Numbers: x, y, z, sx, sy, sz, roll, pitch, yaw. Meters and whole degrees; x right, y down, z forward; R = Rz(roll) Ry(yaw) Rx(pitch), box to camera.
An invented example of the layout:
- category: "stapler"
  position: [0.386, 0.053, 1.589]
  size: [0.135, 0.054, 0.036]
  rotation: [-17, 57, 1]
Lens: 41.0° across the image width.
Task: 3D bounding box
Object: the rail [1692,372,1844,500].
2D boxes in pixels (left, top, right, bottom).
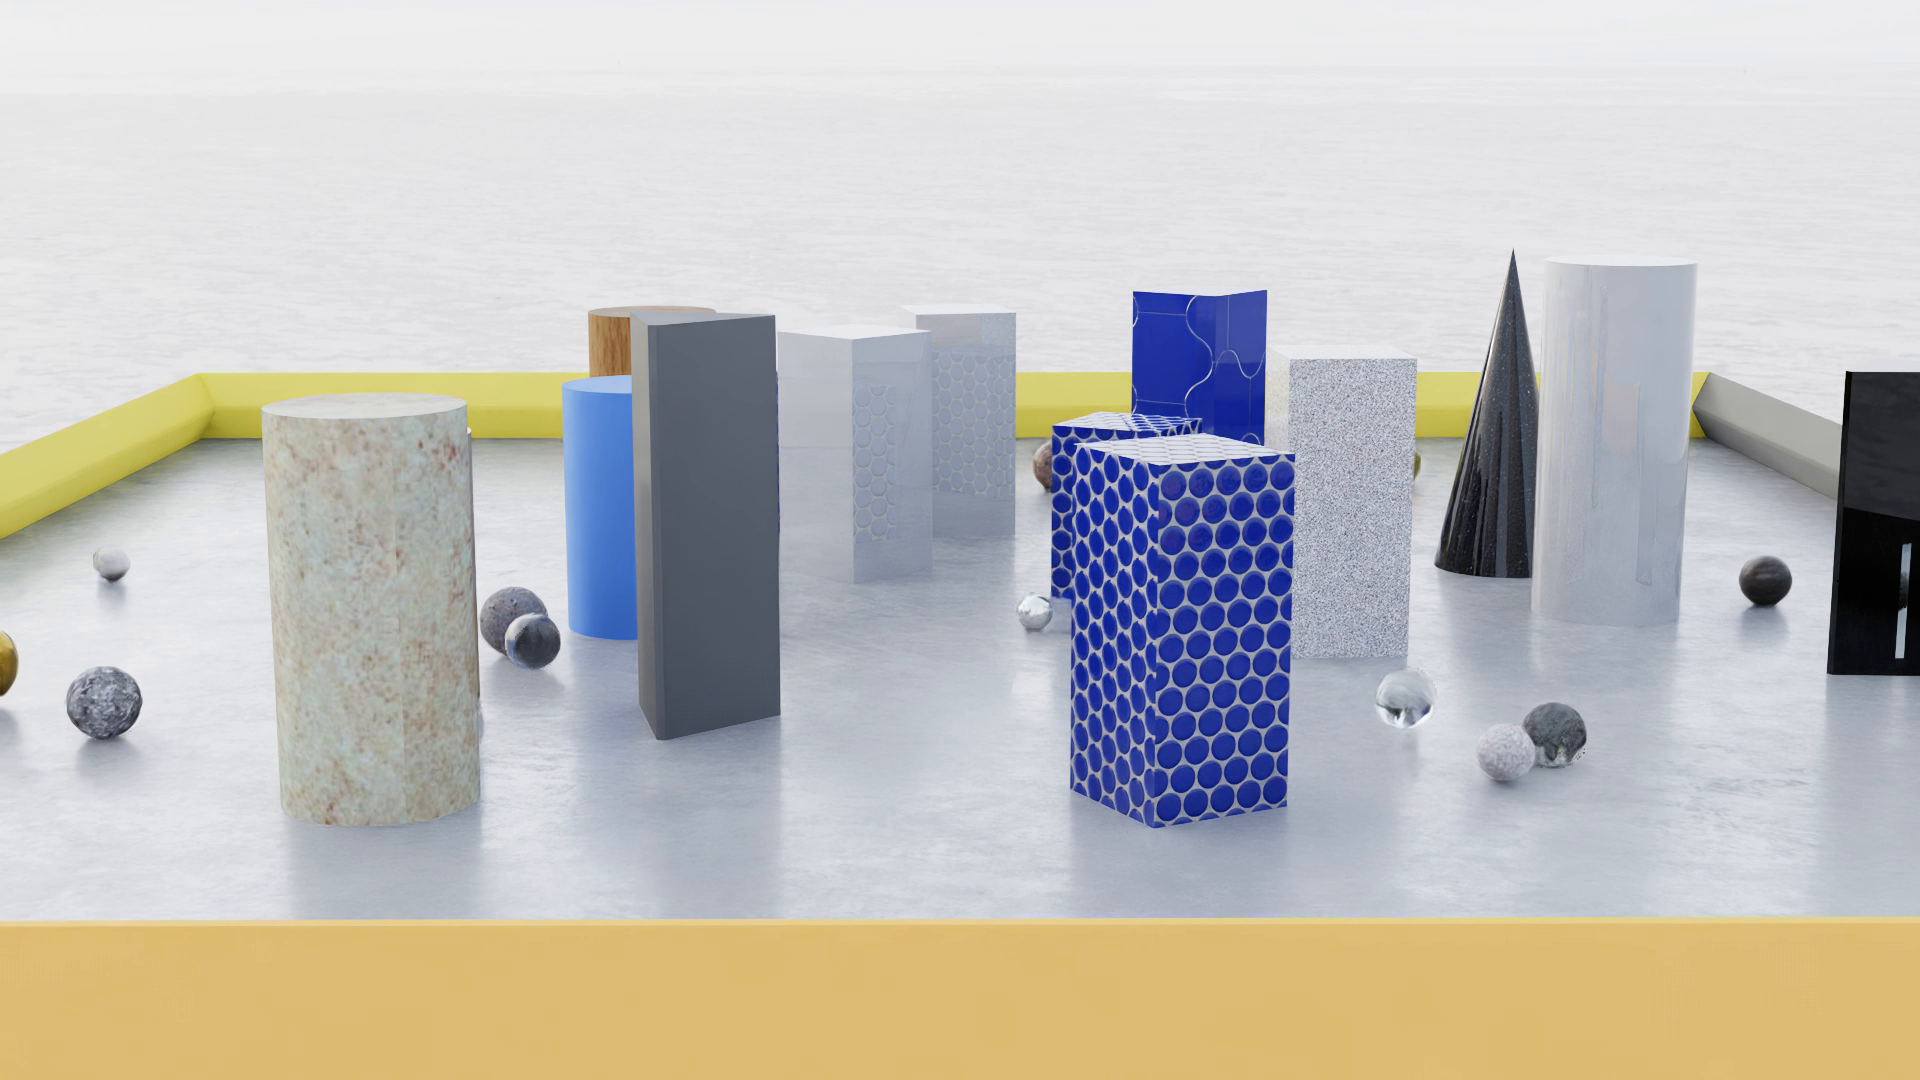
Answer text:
- category: "rail"
  position: [1.467, 0.031, 3.457]
  size: [0.045, 0.128, 3.293]
  rotation: [0, 11, 0]

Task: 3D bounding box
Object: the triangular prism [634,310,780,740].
- category: "triangular prism"
  position: [-0.316, -0.025, 2.870]
  size: [0.170, 0.454, 0.147]
  rotation: [-10, 14, -43]

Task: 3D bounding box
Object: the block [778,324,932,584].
- category: "block"
  position: [-0.151, -0.129, 3.719]
  size: [0.157, 0.349, 0.157]
  rotation: [10, 15, 44]

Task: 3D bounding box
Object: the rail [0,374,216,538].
- category: "rail"
  position: [-1.467, 0.034, 3.441]
  size: [0.045, 0.128, 3.293]
  rotation: [0, 11, 0]

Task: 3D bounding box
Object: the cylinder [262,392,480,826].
- category: "cylinder"
  position: [-0.582, 0.064, 2.545]
  size: [0.196, 0.398, 0.196]
  rotation: [0, 11, 0]

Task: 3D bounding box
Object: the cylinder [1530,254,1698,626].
- category: "cylinder"
  position: [0.871, -0.137, 3.423]
  size: [0.196, 0.472, 0.196]
  rotation: [0, 11, 0]

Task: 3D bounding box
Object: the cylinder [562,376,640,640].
- category: "cylinder"
  position: [-0.418, -0.046, 3.357]
  size: [0.196, 0.318, 0.196]
  rotation: [0, 11, 0]

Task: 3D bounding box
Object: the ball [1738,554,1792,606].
- category: "ball"
  position: [1.098, 0.055, 3.497]
  size: [0.069, 0.069, 0.069]
  rotation: [0, 11, 0]

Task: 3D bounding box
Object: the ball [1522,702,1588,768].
- category: "ball"
  position: [0.622, 0.205, 2.689]
  size: [0.069, 0.069, 0.069]
  rotation: [0, 11, 0]

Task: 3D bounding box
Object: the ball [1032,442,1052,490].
- category: "ball"
  position: [0.167, -0.129, 4.445]
  size: [0.084, 0.084, 0.084]
  rotation: [0, 11, 0]

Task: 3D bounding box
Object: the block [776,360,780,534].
- category: "block"
  position: [-0.249, -0.148, 4.072]
  size: [0.157, 0.258, 0.157]
  rotation: [5, 11, 24]

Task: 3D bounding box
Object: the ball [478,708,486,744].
- category: "ball"
  position: [-0.540, 0.198, 2.702]
  size: [0.077, 0.077, 0.077]
  rotation: [0, 11, 0]

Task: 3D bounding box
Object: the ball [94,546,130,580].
- category: "ball"
  position: [-1.211, 0.033, 3.667]
  size: [0.050, 0.050, 0.050]
  rotation: [0, 11, 0]

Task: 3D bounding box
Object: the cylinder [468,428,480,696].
- category: "cylinder"
  position: [-0.659, 0.030, 2.963]
  size: [0.196, 0.311, 0.196]
  rotation: [0, 11, 0]

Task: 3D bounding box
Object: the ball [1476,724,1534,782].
- category: "ball"
  position: [0.561, 0.218, 2.640]
  size: [0.060, 0.060, 0.060]
  rotation: [0, 11, 0]

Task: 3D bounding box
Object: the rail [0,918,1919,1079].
- category: "rail"
  position: [0.009, 0.329, 1.853]
  size: [2.982, 0.128, 0.045]
  rotation: [0, 11, 0]

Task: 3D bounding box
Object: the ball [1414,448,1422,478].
- category: "ball"
  position: [0.776, -0.134, 4.513]
  size: [0.071, 0.071, 0.071]
  rotation: [0, 11, 0]

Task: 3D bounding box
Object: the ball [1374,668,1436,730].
- category: "ball"
  position: [0.493, 0.176, 2.846]
  size: [0.067, 0.067, 0.067]
  rotation: [0, 11, 0]

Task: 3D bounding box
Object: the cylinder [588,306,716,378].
- category: "cylinder"
  position: [-0.475, -0.180, 3.986]
  size: [0.196, 0.352, 0.196]
  rotation: [0, 11, 0]

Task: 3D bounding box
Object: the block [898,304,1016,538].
- category: "block"
  position: [-0.006, -0.191, 4.052]
  size: [0.157, 0.349, 0.157]
  rotation: [-2, 11, -11]

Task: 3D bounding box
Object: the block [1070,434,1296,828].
- category: "block"
  position: [0.219, 0.085, 2.550]
  size: [0.157, 0.355, 0.157]
  rotation: [-6, 12, -28]

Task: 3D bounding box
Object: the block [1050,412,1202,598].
- category: "block"
  position: [0.232, -0.045, 3.568]
  size: [0.157, 0.240, 0.157]
  rotation: [5, 12, 27]

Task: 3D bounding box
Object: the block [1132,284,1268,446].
- category: "block"
  position: [0.389, -0.224, 4.181]
  size: [0.157, 0.367, 0.157]
  rotation: [8, 13, 37]

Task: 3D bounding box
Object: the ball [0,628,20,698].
- category: "ball"
  position: [-1.132, 0.142, 2.947]
  size: [0.098, 0.098, 0.098]
  rotation: [0, 11, 0]

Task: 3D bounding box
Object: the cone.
- category: "cone"
  position: [0.797, -0.193, 3.739]
  size: [0.196, 0.468, 0.196]
  rotation: [0, 11, 0]

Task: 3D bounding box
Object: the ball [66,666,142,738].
- category: "ball"
  position: [-0.937, 0.177, 2.807]
  size: [0.080, 0.080, 0.080]
  rotation: [0, 11, 0]

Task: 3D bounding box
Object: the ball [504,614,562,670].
- category: "ball"
  position: [-0.521, 0.124, 3.126]
  size: [0.069, 0.069, 0.069]
  rotation: [0, 11, 0]

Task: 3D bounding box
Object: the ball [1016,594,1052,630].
- category: "ball"
  position: [0.097, 0.095, 3.344]
  size: [0.047, 0.047, 0.047]
  rotation: [0, 11, 0]

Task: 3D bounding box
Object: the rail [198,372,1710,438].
- category: "rail"
  position: [-0.009, -0.263, 5.045]
  size: [2.982, 0.128, 0.045]
  rotation: [0, 11, 0]

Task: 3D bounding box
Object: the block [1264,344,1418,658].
- category: "block"
  position: [0.475, -0.052, 3.236]
  size: [0.157, 0.373, 0.157]
  rotation: [-1, 11, -3]

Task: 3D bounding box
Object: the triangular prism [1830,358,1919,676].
- category: "triangular prism"
  position: [1.140, -0.031, 3.140]
  size: [0.170, 0.369, 0.147]
  rotation: [1, 11, 3]

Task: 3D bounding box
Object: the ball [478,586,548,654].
- category: "ball"
  position: [-0.557, 0.101, 3.202]
  size: [0.086, 0.086, 0.086]
  rotation: [0, 11, 0]
